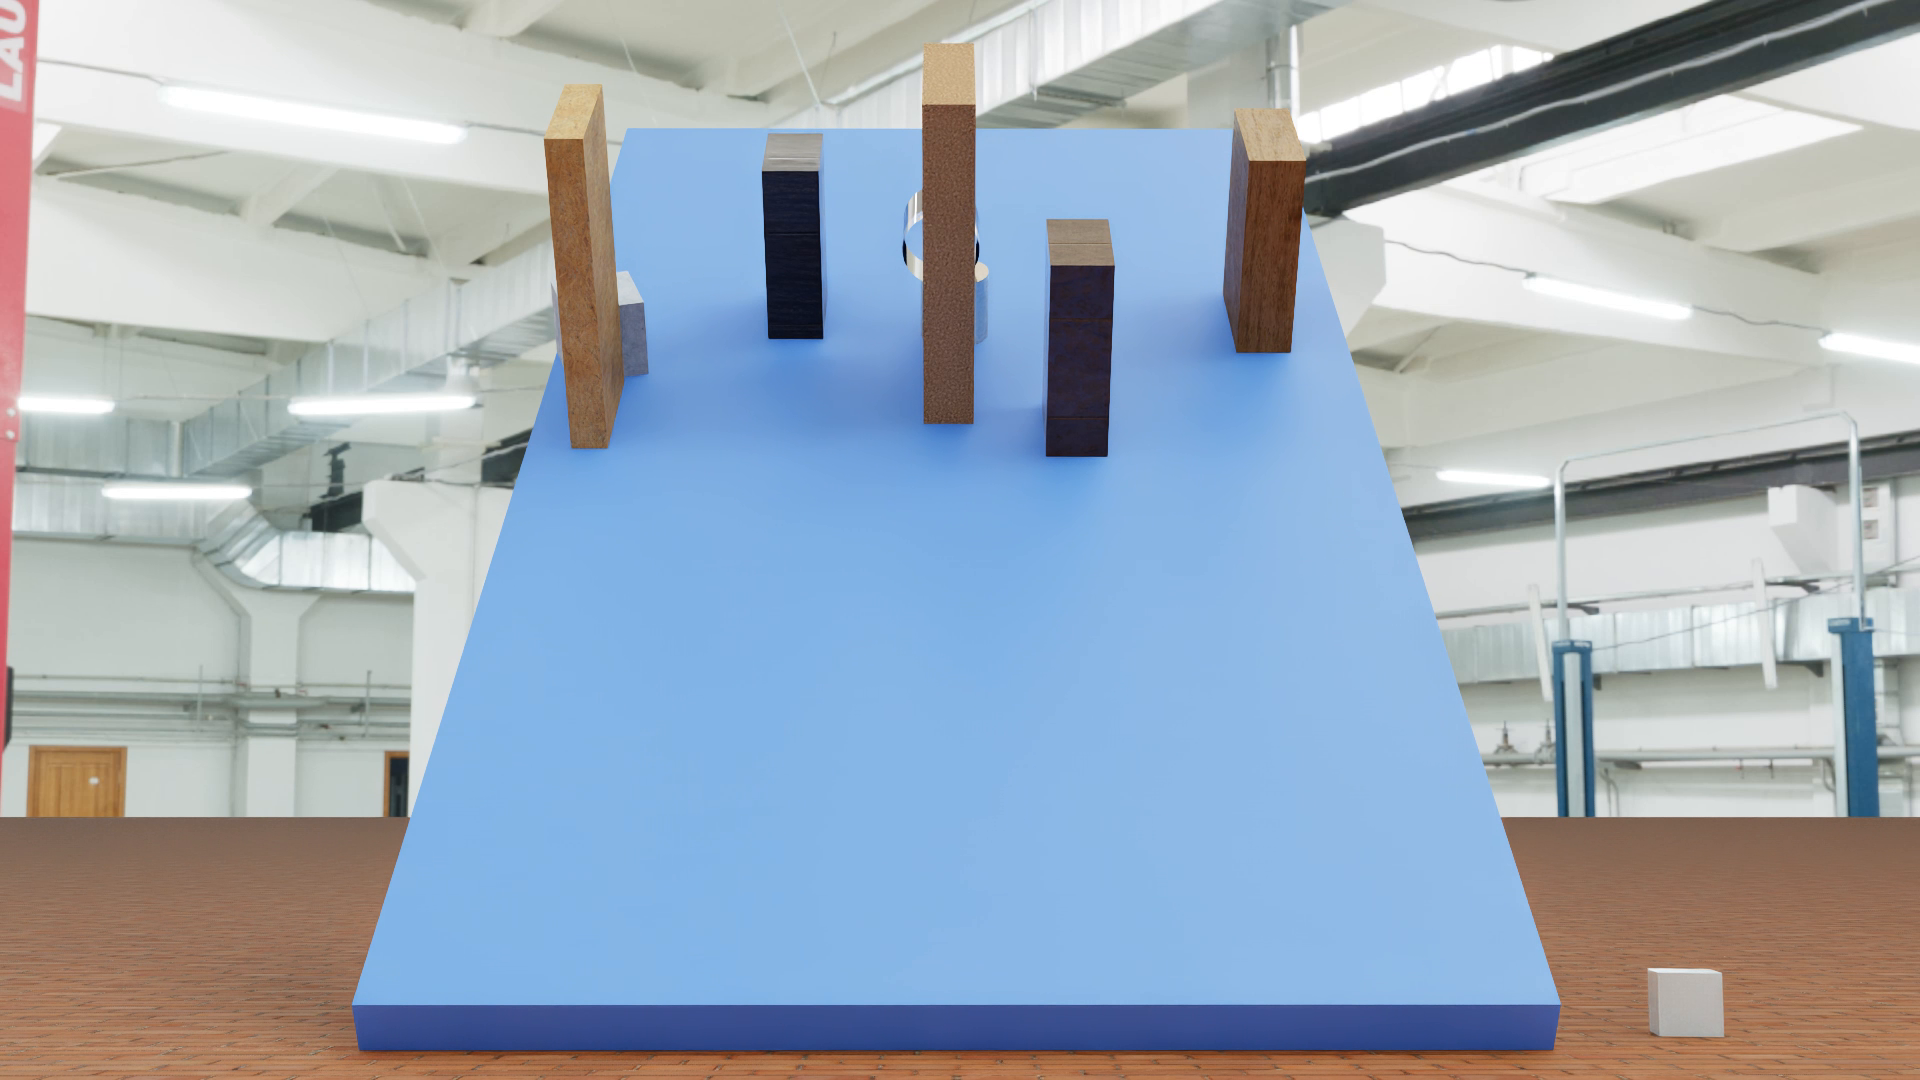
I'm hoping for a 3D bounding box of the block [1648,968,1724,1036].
[{"bbox_3d":[1.307,0.833,4.366,0.112,0.112,0.112,-1,-6,7],"label":"block"}]

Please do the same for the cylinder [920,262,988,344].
[{"bbox_3d":[-0.014,-0.604,6.164,0.173,0.173,0.173,0,31,0],"label":"cylinder"}]

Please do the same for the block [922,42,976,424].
[{"bbox_3d":[-0.027,-0.726,5.754,0.120,0.799,0.411,0,31,0],"label":"block"}]

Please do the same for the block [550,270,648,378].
[{"bbox_3d":[-0.893,-0.527,6.007,0.194,0.194,0.194,-9,32,-16],"label":"block"}]

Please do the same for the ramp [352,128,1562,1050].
[{"bbox_3d":[-0.014,-0.205,5.756,2.000,0.100,4.000,0,31,0],"label":"ramp"}]

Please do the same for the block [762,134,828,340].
[{"bbox_3d":[-0.418,-0.773,6.169,0.140,0.456,0.255,0,31,0],"label":"block"}]

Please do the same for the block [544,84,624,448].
[{"bbox_3d":[-0.866,-0.631,5.621,0.085,0.766,0.344,0,31,0],"label":"block"}]

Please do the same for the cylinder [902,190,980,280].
[{"bbox_3d":[-0.048,-0.766,6.080,0.192,0.192,0.192,0,31,0],"label":"cylinder"}]

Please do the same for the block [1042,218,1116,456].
[{"bbox_3d":[0.272,-0.469,5.630,0.144,0.485,0.261,0,31,0],"label":"block"}]

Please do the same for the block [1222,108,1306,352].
[{"bbox_3d":[0.766,-0.785,6.138,0.138,0.515,0.355,0,31,0],"label":"block"}]
